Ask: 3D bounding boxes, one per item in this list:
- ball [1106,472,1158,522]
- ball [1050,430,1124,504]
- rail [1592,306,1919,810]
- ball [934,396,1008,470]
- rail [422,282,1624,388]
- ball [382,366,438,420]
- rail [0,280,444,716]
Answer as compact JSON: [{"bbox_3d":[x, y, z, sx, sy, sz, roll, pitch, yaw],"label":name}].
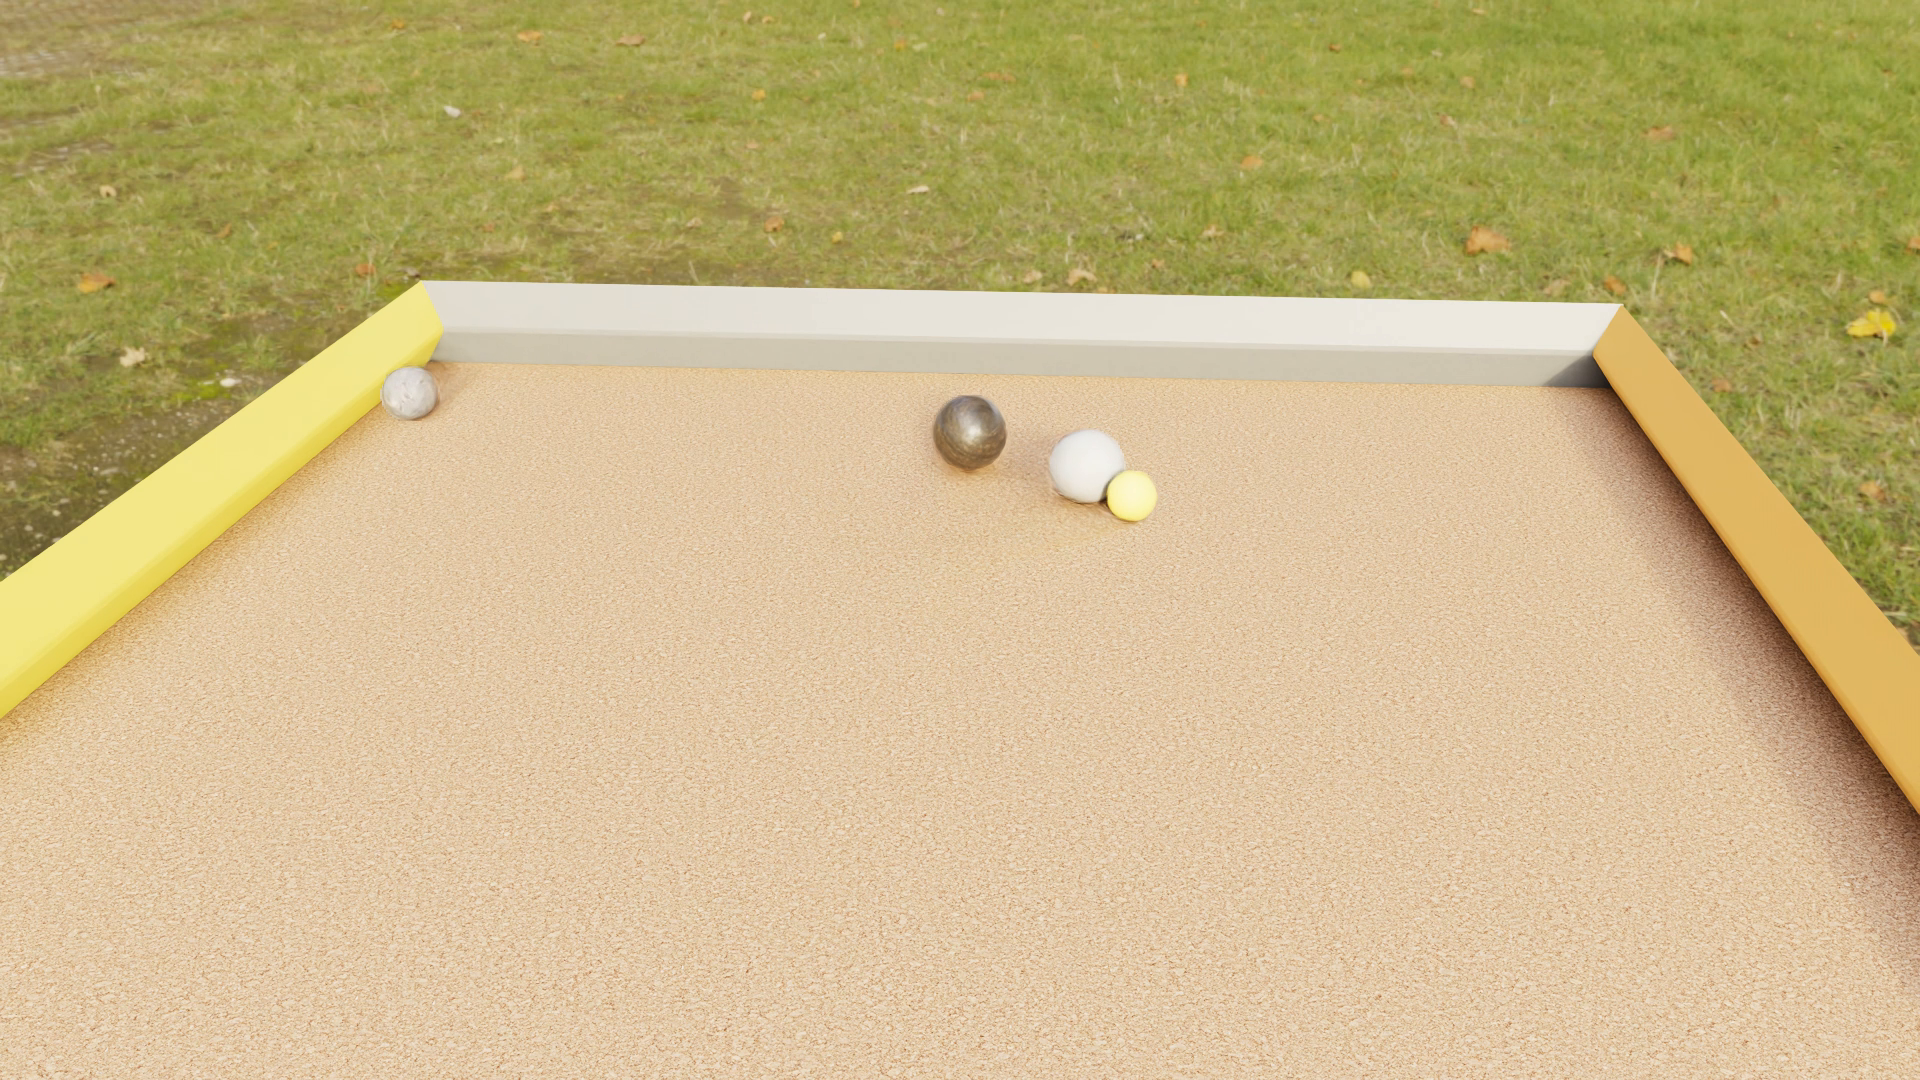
[{"bbox_3d":[0.214,-0.054,2.731,0.062,0.062,0.062,0,20,0],"label":"ball"},{"bbox_3d":[0.160,-0.093,2.794,0.094,0.094,0.094,0,20,0],"label":"ball"},{"bbox_3d":[0.815,0.299,1.644,0.045,0.128,3.520,2,20,5],"label":"rail"},{"bbox_3d":[0.014,-0.142,2.925,0.098,0.098,0.098,0,20,0],"label":"ball"},{"bbox_3d":[0.072,-0.309,3.343,1.831,0.128,0.045,2,20,5],"label":"rail"},{"bbox_3d":[-0.787,-0.211,3.148,0.078,0.078,0.078,0,20,0],"label":"ball"},{"bbox_3d":[-0.963,0.249,1.785,0.045,0.128,3.520,2,20,5],"label":"rail"}]
